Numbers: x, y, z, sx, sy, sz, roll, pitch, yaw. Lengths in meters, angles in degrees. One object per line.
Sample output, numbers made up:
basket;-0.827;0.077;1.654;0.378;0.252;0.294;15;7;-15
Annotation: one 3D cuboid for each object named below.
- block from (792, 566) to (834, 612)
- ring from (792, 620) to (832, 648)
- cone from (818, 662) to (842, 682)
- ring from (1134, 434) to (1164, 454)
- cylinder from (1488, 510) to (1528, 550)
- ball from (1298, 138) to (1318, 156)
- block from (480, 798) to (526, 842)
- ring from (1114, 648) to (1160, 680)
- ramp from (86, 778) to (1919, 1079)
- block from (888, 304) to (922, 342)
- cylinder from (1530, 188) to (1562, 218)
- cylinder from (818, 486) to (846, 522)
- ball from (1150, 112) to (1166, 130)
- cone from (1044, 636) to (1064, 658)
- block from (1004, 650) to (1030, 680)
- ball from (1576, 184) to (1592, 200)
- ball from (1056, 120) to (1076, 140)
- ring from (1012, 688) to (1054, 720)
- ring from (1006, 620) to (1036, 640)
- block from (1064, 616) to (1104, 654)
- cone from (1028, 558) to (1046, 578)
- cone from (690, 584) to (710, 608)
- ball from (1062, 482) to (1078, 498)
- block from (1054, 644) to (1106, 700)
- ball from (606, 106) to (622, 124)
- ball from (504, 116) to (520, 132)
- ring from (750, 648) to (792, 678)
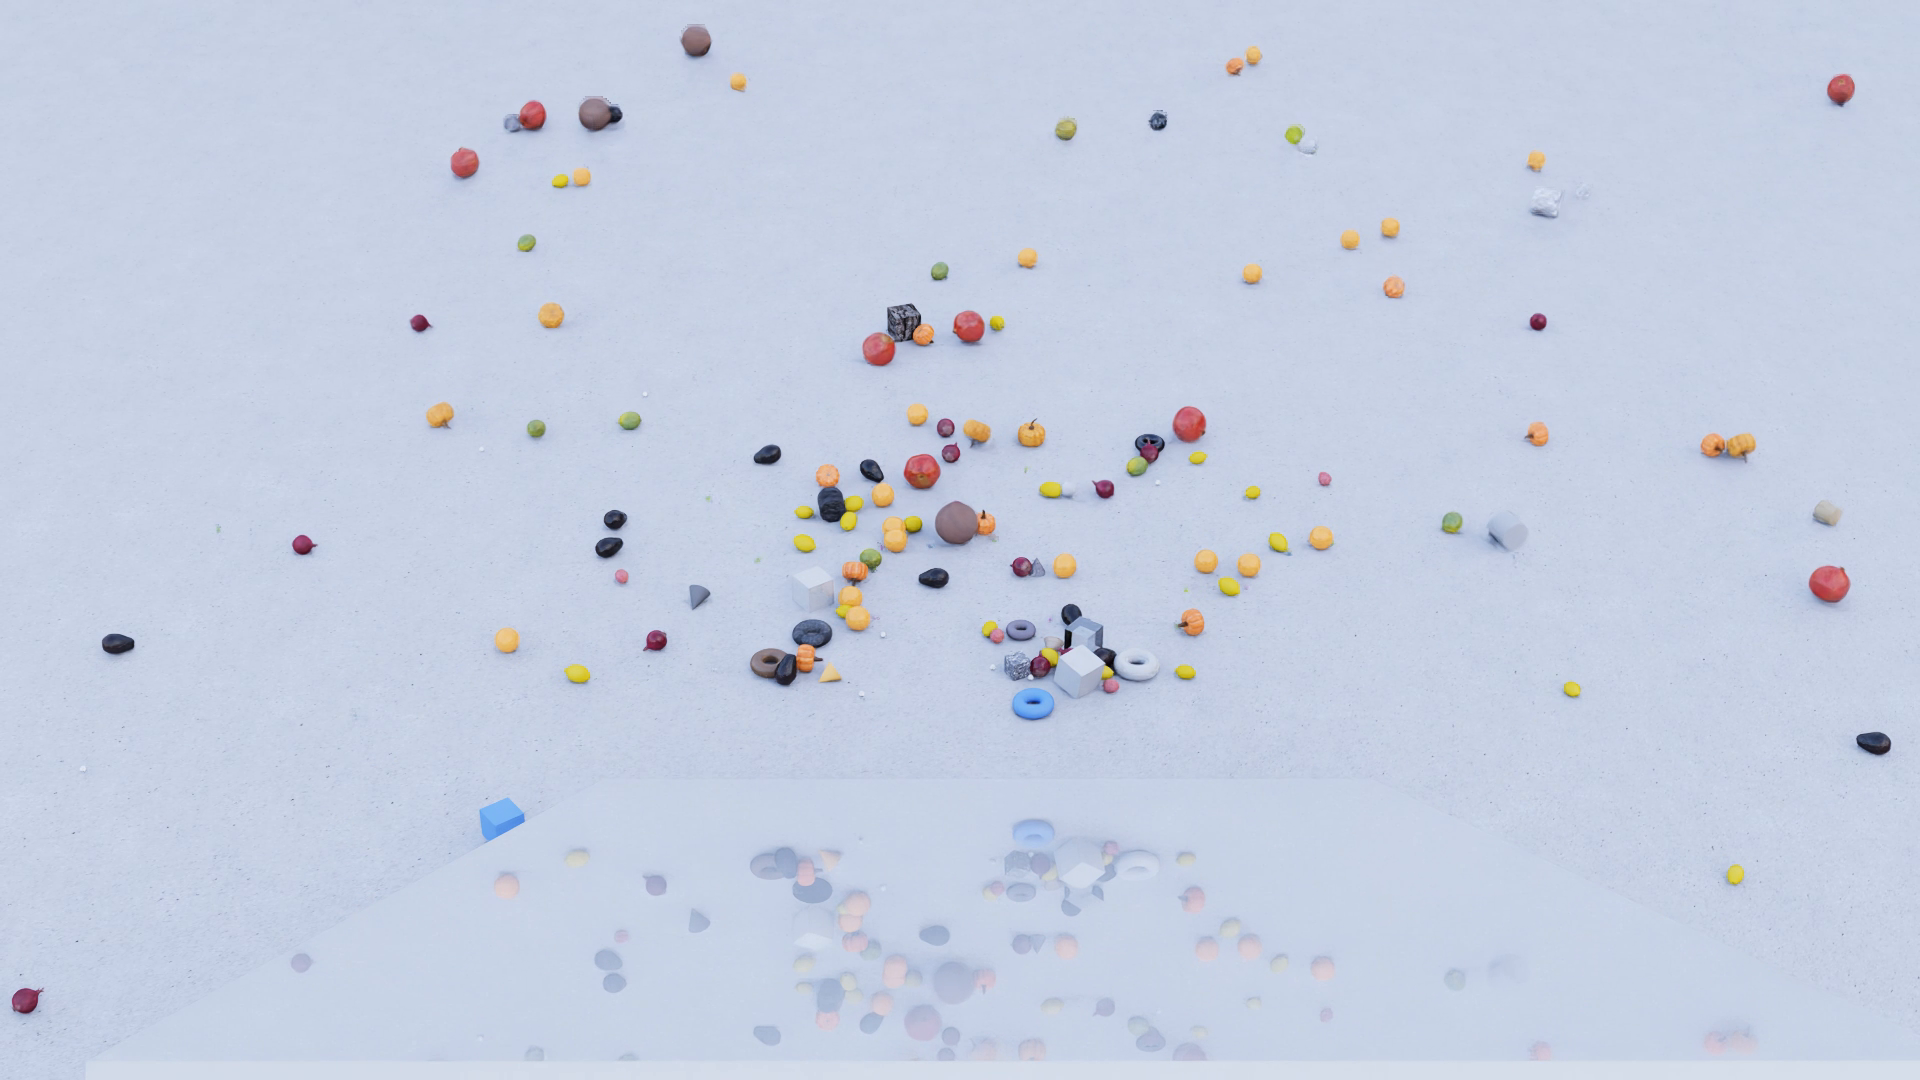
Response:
block;-0.427;0.144;7.563;0.086;0.086;0.086;-21;38;-29
ring;-0.422;0.268;7.415;0.116;0.039;0.116;-1;34;1
cone;-0.372;0.381;7.249;0.063;0.063;0.063;-35;40;-4
ring;0.609;-0.308;8.315;0.098;0.033;0.098;1;32;-1
cylinder;1.655;-0.032;7.835;0.087;0.087;0.087;-13;37;-19
ball;1.368;-1.545;10.195;0.075;0.075;0.075;0;33;0
block;-1.173;0.730;6.656;0.084;0.084;0.084;-23;39;-31
ring;0.496;0.349;7.285;0.131;0.044;0.131;1;32;-1
ramp;0.073;0.637;4.746;2.000;0.100;4.000;0;-1;0
block;-0.192;-0.749;8.944;0.092;0.092;0.092;-11;34;-17
cylinder;2.205;-1.266;9.745;0.094;0.094;0.094;16;36;19
cylinder;-0.394;-0.109;7.961;0.080;0.080;0.080;-5;33;-8
ball;0.795;-1.679;10.408;0.070;0.070;0.070;0;33;0
cone;0.260;0.315;7.353;0.061;0.061;0.061;8;60;13
block;0.161;0.353;7.268;0.054;0.054;0.054;-16;36;-23
ball;2.374;-1.324;9.868;0.057;0.057;0.057;0;33;0
ball;0.421;-1.632;10.322;0.084;0.084;0.084;0;33;0
ring;0.202;0.450;7.133;0.116;0.039;0.116;-1;34;1
ring;0.175;0.258;7.439;0.086;0.029;0.086;1;32;0
block;0.351;0.280;7.358;0.079;0.079;0.079;22;39;30
cone;0.228;0.073;7.702;0.055;0.055;0.055;0;33;0
cone;-0.770;0.176;7.565;0.067;0.067;0.067;15;70;22
ball;0.341;-0.157;8.064;0.051;0.051;0.051;0;33;0
block;0.331;0.366;7.197;0.092;0.092;0.092;-27;54;-36
ball;-1.398;-1.717;10.469;0.068;0.068;0.068;0;33;0
ball;-1.793;-1.665;10.390;0.067;0.067;0.067;0;33;0
ring;-0.532;0.346;7.294;0.116;0.039;0.116;0;34;0
